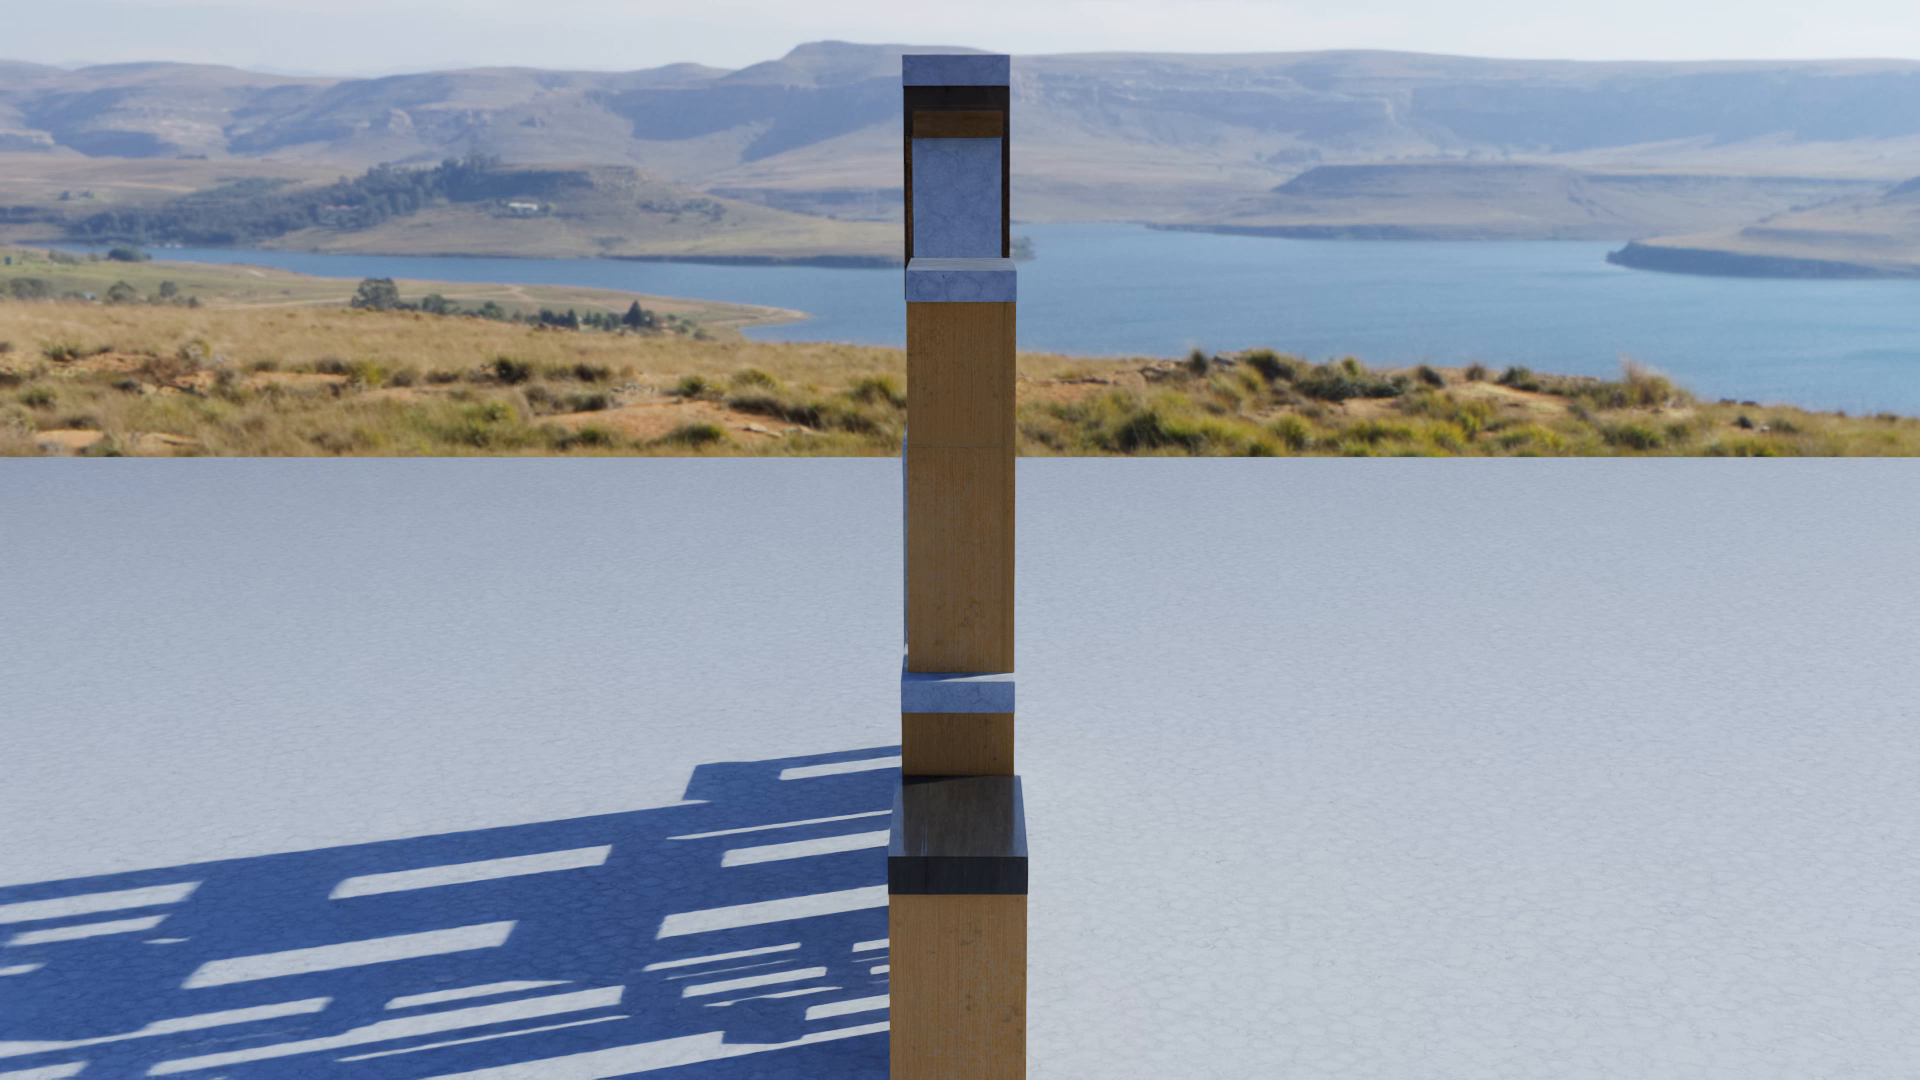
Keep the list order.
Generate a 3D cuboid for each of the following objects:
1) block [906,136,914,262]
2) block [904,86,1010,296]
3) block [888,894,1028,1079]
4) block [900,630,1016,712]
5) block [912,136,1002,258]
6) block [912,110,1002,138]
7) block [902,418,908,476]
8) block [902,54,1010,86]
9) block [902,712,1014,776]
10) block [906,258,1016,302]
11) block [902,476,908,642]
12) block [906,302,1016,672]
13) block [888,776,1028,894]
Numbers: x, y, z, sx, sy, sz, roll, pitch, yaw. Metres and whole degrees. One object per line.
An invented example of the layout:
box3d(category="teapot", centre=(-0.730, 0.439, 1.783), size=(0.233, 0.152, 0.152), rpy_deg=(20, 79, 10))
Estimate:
box3d(category="block", centre=(-0.016, -0.504, 3.472), size=(0.131, 0.263, 0.037), rpy_deg=(-1, 13, 1))
box3d(category="block", centre=(-0.005, -0.562, 3.568), size=(0.170, 0.340, 0.048), rpy_deg=(0, 11, 0))
box3d(category="block", centre=(-0.002, 0.587, 2.754), size=(0.170, 0.340, 0.048), rpy_deg=(0, 11, 0))
box3d(category="block", centre=(-0.003, 0.183, 3.108), size=(0.153, 0.043, 0.307), rpy_deg=(0, 10, 0))
box3d(category="block", centre=(-0.004, -0.466, 3.296), size=(0.131, 0.272, 0.037), rpy_deg=(0, 12, 0))
box3d(category="block", centre=(-0.007, -0.635, 3.350), size=(0.131, 0.037, 0.263), rpy_deg=(0, 11, -2))
box3d(category="block", centre=(-0.005, -0.158, 3.652), size=(0.173, 0.049, 0.346), rpy_deg=(0, 11, 0))
box3d(category="block", centre=(-0.007, -0.773, 3.643), size=(0.170, 0.048, 0.340), rpy_deg=(0, 10, 0))
box3d(category="block", centre=(-0.003, 0.460, 3.055), size=(0.153, 0.481, 0.043), rpy_deg=(0, 11, 0))
box3d(category="block", centre=(0.002, -0.358, 3.020), size=(0.145, 0.041, 0.290), rpy_deg=(0, 10, 0))
box3d(category="block", centre=(-0.005, 0.057, 3.575), size=(0.173, 0.346, 0.049), rpy_deg=(0, 10, 0))
box3d(category="block", centre=(0.002, -0.072, 2.975), size=(0.145, 0.507, 0.041), rpy_deg=(0, 11, 0))
box3d(category="block", centre=(-0.002, 0.375, 2.830), size=(0.170, 0.048, 0.340), rpy_deg=(0, 11, 0))
